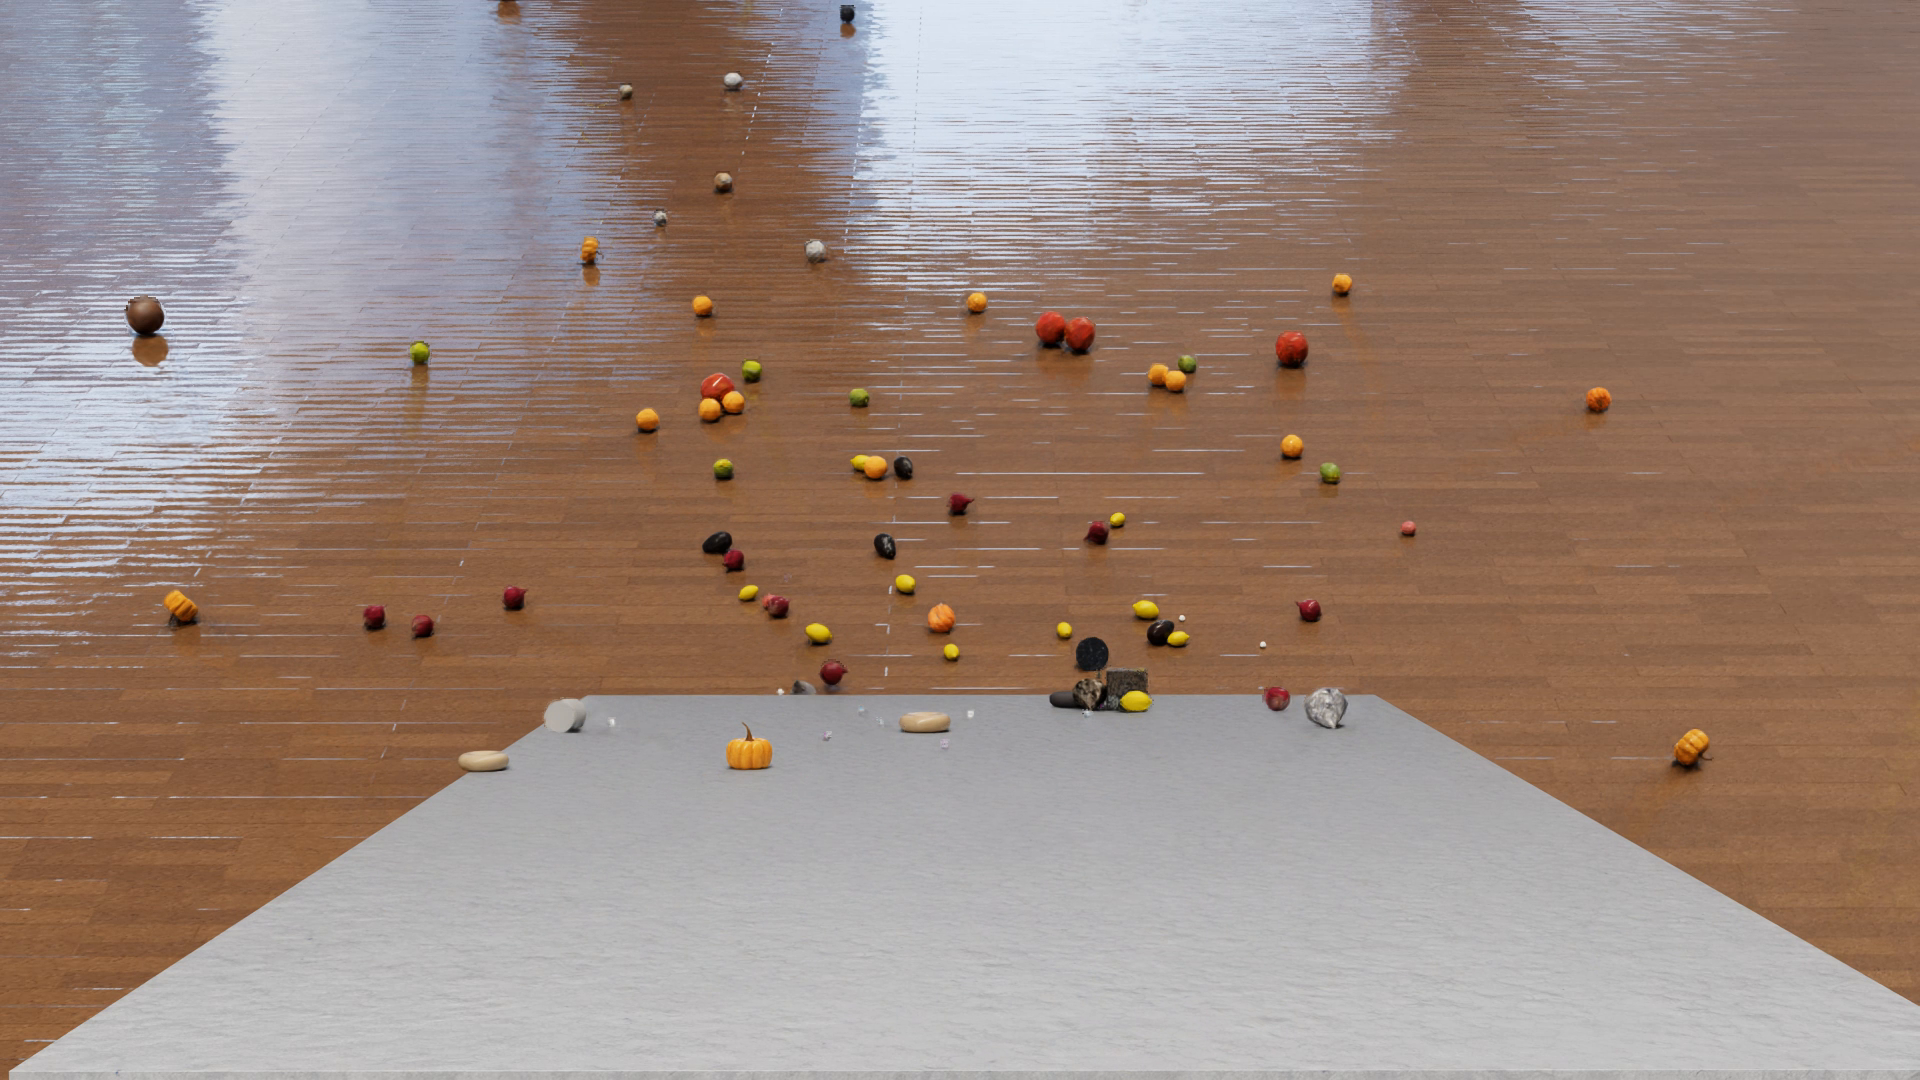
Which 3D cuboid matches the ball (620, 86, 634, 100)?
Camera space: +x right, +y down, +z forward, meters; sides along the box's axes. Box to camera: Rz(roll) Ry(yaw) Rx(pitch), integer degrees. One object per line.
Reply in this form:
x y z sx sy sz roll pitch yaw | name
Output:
-1.577 -2.116 12.175 0.065 0.065 0.065 0 25 0 | ball

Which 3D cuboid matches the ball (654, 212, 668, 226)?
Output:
-1.208 -1.298 10.401 0.054 0.054 0.054 0 25 0 | ball

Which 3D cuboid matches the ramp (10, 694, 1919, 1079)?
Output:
0.056 0.509 4.552 2.000 0.100 4.000 0 2 0 | ramp

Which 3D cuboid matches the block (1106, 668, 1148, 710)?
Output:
0.402 0.358 6.189 0.094 0.094 0.094 0 2 7 | block

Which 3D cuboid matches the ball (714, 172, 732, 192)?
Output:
-0.994 -1.504 10.819 0.081 0.081 0.081 0 25 0 | ball

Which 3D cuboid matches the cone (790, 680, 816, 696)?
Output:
-0.416 0.380 6.677 0.071 0.071 0.071 -6 53 9 | cone

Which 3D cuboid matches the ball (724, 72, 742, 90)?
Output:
-1.083 -2.190 12.310 0.087 0.087 0.087 0 25 0 | ball

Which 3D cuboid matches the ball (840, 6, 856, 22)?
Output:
-0.594 -2.771 13.582 0.084 0.084 0.084 0 25 0 | ball

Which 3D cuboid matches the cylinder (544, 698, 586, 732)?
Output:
-0.870 0.387 5.688 0.070 0.070 0.070 7 3 14 | cylinder

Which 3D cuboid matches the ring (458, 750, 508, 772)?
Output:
-0.925 0.429 4.999 0.098 0.033 0.098 -1 3 0 | ring

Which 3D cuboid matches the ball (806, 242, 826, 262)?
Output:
-0.560 -1.117 9.977 0.079 0.079 0.079 0 25 0 | ball

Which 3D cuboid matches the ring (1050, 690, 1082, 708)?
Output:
0.268 0.386 6.249 0.104 0.035 0.104 1 1 0 | ring

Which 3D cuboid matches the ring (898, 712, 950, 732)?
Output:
-0.078 0.403 5.693 0.115 0.038 0.115 -1 3 0 | ring

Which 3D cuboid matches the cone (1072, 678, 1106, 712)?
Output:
0.312 0.388 6.151 0.084 0.084 0.084 0 28 0 | cone
